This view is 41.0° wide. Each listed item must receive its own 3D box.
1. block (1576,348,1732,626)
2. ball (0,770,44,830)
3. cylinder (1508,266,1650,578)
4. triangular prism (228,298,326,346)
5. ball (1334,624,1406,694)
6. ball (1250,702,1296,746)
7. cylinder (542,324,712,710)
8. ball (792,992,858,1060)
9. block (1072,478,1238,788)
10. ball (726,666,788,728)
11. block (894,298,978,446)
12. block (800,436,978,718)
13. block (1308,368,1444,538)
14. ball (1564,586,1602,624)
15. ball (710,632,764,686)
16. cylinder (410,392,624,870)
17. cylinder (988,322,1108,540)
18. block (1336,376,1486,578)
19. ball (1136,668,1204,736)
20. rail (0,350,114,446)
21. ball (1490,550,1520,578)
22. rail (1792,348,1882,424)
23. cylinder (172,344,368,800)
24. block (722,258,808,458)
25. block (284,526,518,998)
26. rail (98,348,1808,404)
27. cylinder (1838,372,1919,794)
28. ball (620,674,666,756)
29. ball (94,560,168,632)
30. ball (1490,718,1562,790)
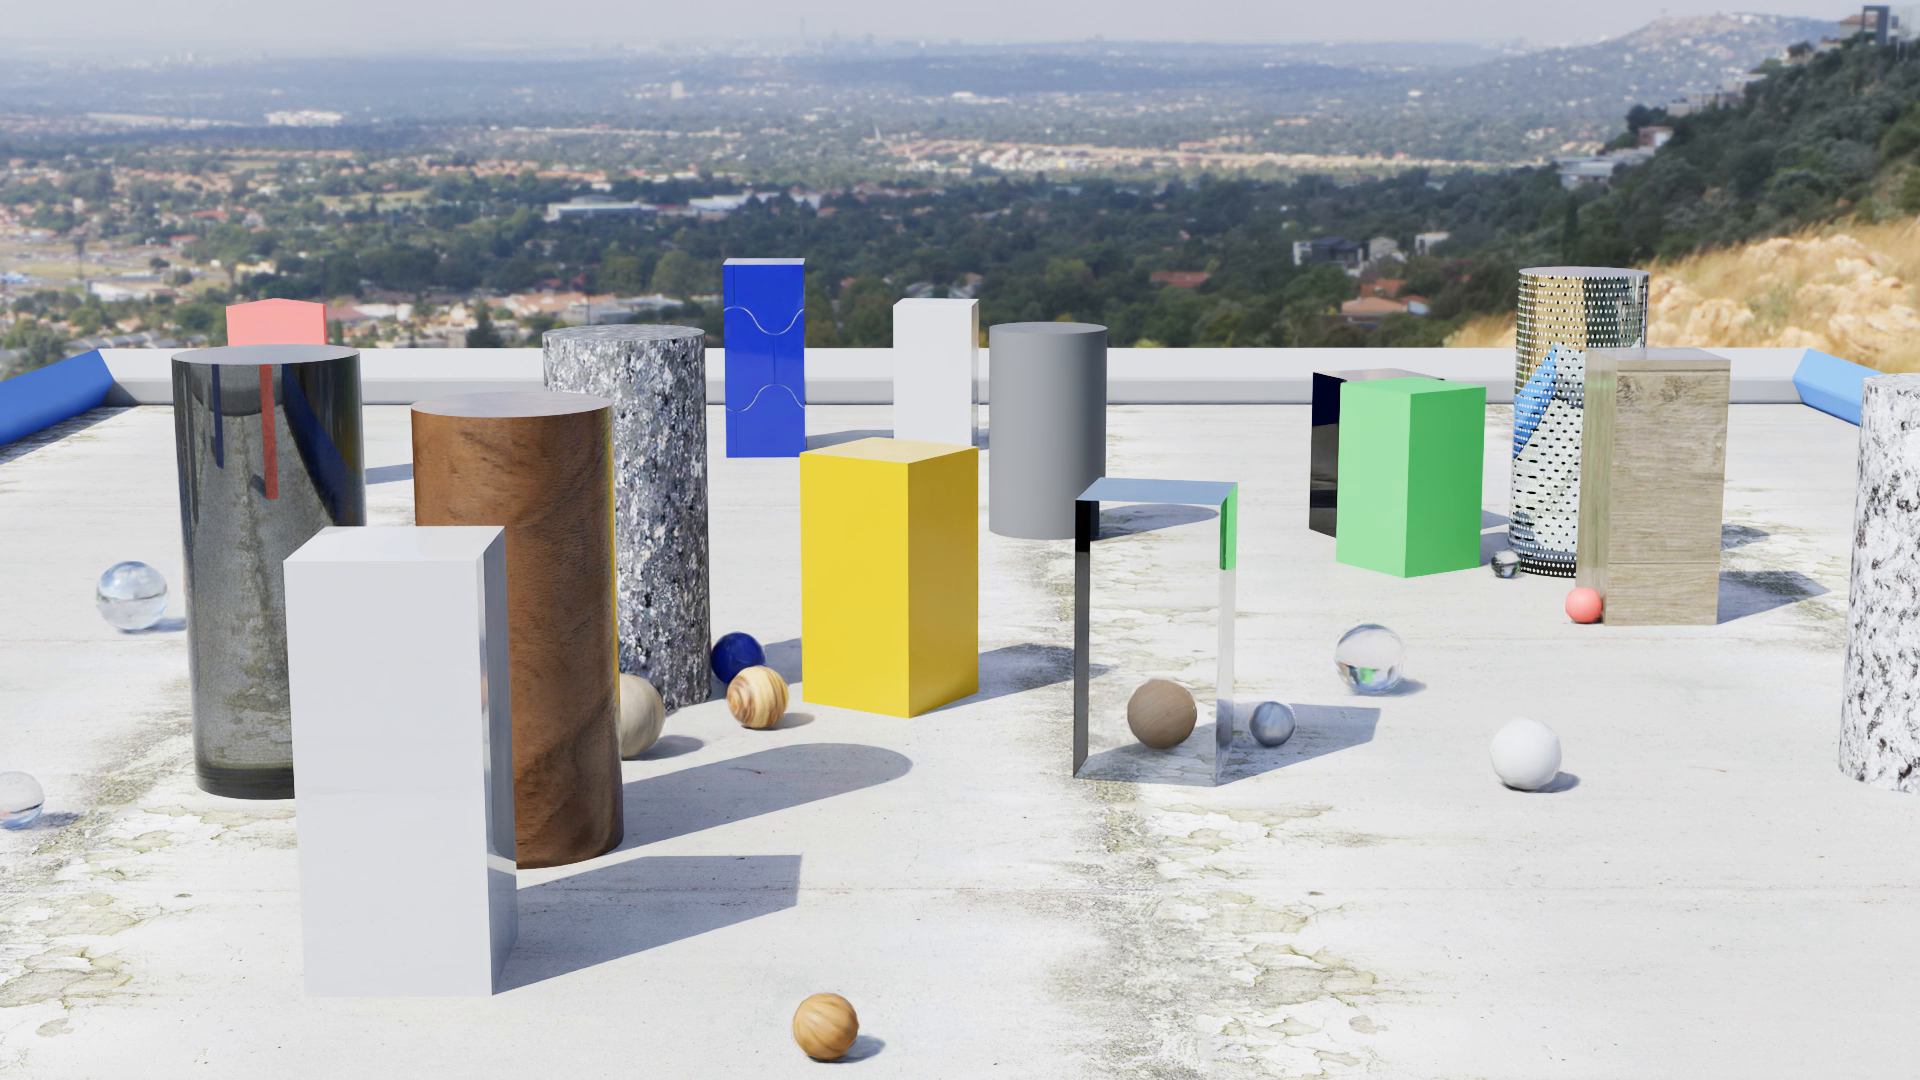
[{"bbox_3d":[0.911,-0.073,3.384,0.146,0.348,0.146,0,11,-2],"label":"block"},{"bbox_3d":[-0.907,0.249,2.459,0.056,0.056,0.056,0,11,0],"label":"ball"},{"bbox_3d":[0.890,-0.172,3.697,0.183,0.428,0.183,0,11,0],"label":"cylinder"},{"bbox_3d":[-1.171,-0.251,4.421,0.158,0.318,0.137,-3,11,-15],"label":"triangular prism"},{"bbox_3d":[0.476,0.138,2.983,0.082,0.082,0.082,0,11,0],"label":"ball"},{"bbox_3d":[0.335,0.197,2.755,0.049,0.049,0.049,0,11,0],"label":"ball"},{"bbox_3d":[-0.381,-0.028,2.945,0.183,0.422,0.183,0,11,0],"label":"cylinder"},{"bbox_3d":[-0.099,0.359,1.893,0.049,0.049,0.049,0,11,0],"label":"ball"},{"bbox_3d":[0.204,0.092,2.661,0.146,0.290,0.146,2,11,13],"label":"block"},{"bbox_3d":[-0.223,0.173,2.833,0.068,0.068,0.068,0,11,0],"label":"ball"},{"bbox_3d":[-0.044,-0.315,4.880,0.146,0.274,0.146,1,11,6],"label":"block"},{"bbox_3d":[-0.080,0.039,2.945,0.146,0.289,0.146,7,13,32],"label":"block"},{"bbox_3d":[0.643,-0.132,3.970,0.146,0.248,0.146,-4,11,-21],"label":"block"},{"bbox_3d":[0.816,0.085,3.358,0.048,0.048,0.048,0,11,0],"label":"ball"},{"bbox_3d":[-0.262,0.140,3.018,0.064,0.064,0.064,0,11,0],"label":"ball"},{"bbox_3d":[-0.410,0.079,2.388,0.183,0.416,0.183,0,11,0],"label":"cylinder"},{"bbox_3d":[0.137,-0.173,4.002,0.183,0.317,0.183,0,11,0],"label":"cylinder"},{"bbox_3d":[0.654,-0.094,3.725,0.146,0.264,0.146,-7,13,-33],"label":"block"},{"bbox_3d":[0.228,0.176,2.798,0.075,0.075,0.075,0,11,0],"label":"ball"},{"bbox_3d":[-1.801,0.032,3.440,0.045,0.119,4.131,0,11,0],"label":"rail"},{"bbox_3d":[0.776,0.033,3.652,0.041,0.041,0.041,0,11,0],"label":"ball"},{"bbox_3d":[1.801,0.029,3.460,0.045,0.119,4.131,0,11,0],"label":"rail"},{"bbox_3d":[-0.694,0.028,2.606,0.183,0.436,0.183,0,11,0],"label":"cylinder"},{"bbox_3d":[-0.363,-0.341,4.795,0.146,0.357,0.146,0,11,-2],"label":"block"},{"bbox_3d":[-0.444,0.174,2.061,0.146,0.350,0.146,0,11,-1],"label":"block"},{"bbox_3d":[-0.012,-0.345,5.457,3.649,0.119,0.045,0,11,0],"label":"rail"},{"bbox_3d":[1.005,0.042,2.618,0.183,0.405,0.183,0,11,0],"label":"cylinder"},{"bbox_3d":[-0.356,0.185,2.714,0.088,0.088,0.088,0,11,0],"label":"ball"},{"bbox_3d":[-1.068,0.072,3.309,0.091,0.091,0.091,0,11,0],"label":"ball"},{"bbox_3d":[0.572,0.216,2.593,0.072,0.072,0.072,0,11,0],"label":"ball"}]
